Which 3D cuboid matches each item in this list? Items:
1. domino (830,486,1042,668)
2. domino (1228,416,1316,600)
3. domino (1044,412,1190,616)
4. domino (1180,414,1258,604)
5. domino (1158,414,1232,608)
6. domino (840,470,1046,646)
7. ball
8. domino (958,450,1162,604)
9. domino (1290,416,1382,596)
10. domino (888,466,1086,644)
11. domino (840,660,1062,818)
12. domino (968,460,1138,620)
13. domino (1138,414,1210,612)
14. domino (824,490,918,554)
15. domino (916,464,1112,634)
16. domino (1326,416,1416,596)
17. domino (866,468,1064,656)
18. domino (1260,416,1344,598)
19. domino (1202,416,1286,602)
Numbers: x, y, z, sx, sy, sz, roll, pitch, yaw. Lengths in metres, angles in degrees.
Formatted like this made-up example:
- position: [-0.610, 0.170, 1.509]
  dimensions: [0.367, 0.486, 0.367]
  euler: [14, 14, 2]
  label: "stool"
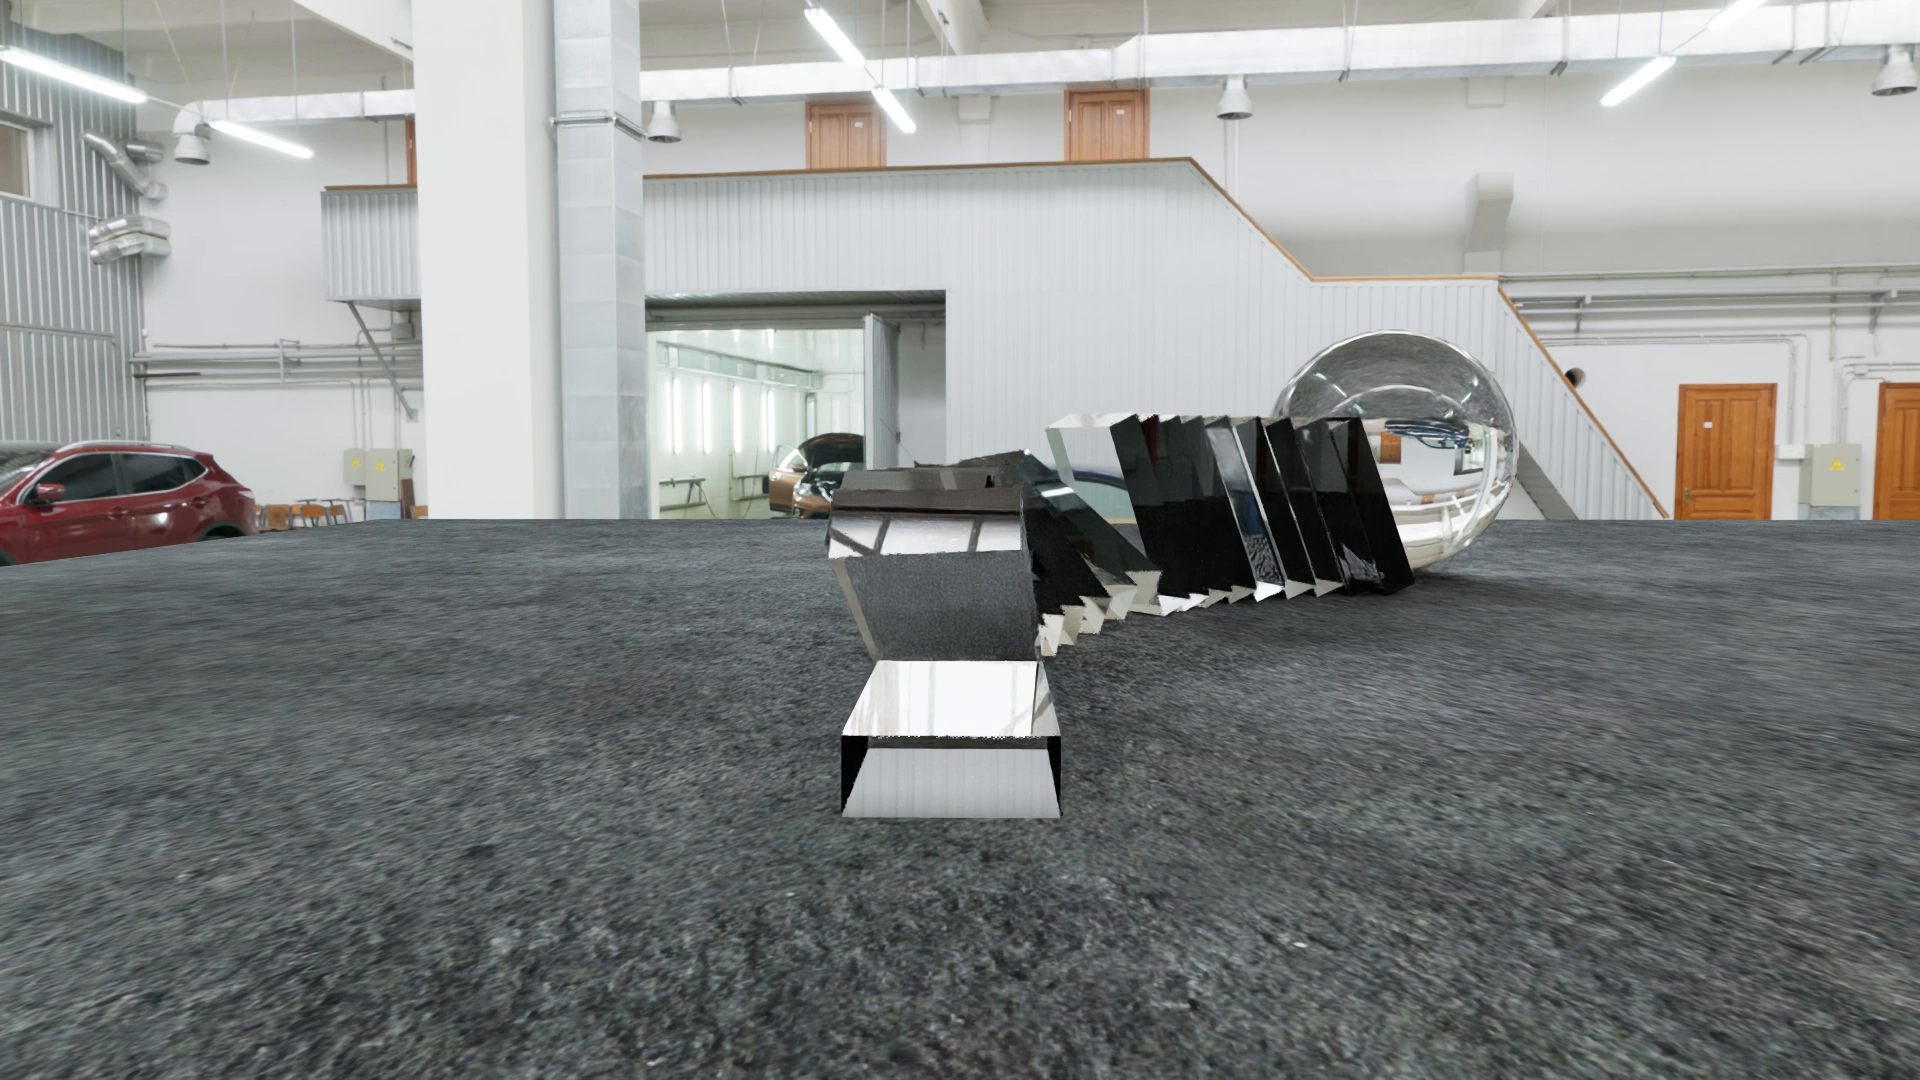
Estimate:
- position: [-0.002, 0.010, 0.190]
  dimensions: [0.025, 0.009, 0.050]
  euler: [-2, -30, 6]
  label: "domino"
- position: [0.082, -0.009, 0.360]
  dimensions: [0.010, 0.050, 0.025]
  euler: [-23, 10, -13]
  label: "domino"
- position: [0.040, -0.007, 0.323]
  dimensions: [0.009, 0.050, 0.025]
  euler: [-28, 18, -29]
  label: "domino"
- position: [0.063, -0.009, 0.349]
  dimensions: [0.010, 0.050, 0.025]
  euler: [-25, 13, -19]
  label: "domino"
- position: [0.054, -0.008, 0.341]
  dimensions: [0.009, 0.050, 0.025]
  euler: [-26, 15, -24]
  label: "domino"
- position: [-0.002, 0.006, 0.228]
  dimensions: [0.025, 0.009, 0.050]
  euler: [1, -33, 18]
  label: "domino"
- position: [0.141, -0.029, 0.425]
  dimensions: [0.080, 0.080, 0.080]
  euler: [0, 4, 0]
  label: "ball"
- position: [0.022, -0.002, 0.307]
  dimensions: [0.050, 0.009, 0.025]
  euler: [39, -25, -29]
  label: "domino"
- position: [0.102, -0.010, 0.366]
  dimensions: [0.010, 0.050, 0.025]
  euler: [-23, 9, -11]
  label: "domino"
- position: [0.005, 0.004, 0.262]
  dimensions: [0.025, 0.009, 0.050]
  euler: [2, -33, 30]
  label: "domino"
- position: [0.000, 0.025, 0.171]
  dimensions: [0.025, 0.010, 0.050]
  euler: [0, 4, 1]
  label: "domino"
- position: [0.016, 0.001, 0.295]
  dimensions: [0.025, 0.009, 0.050]
  euler: [-1, -35, 50]
  label: "domino"
- position: [0.046, -0.007, 0.332]
  dimensions: [0.010, 0.050, 0.025]
  euler: [-27, 17, -28]
  label: "domino"
- position: [-0.003, 0.009, 0.210]
  dimensions: [0.025, 0.009, 0.050]
  euler: [1, -29, 11]
  label: "domino"
- position: [0.011, 0.003, 0.278]
  dimensions: [0.025, 0.009, 0.050]
  euler: [3, -33, 36]
  label: "domino"
- position: [0.112, -0.010, 0.368]
  dimensions: [0.010, 0.050, 0.025]
  euler: [-23, 9, -11]
  label: "domino"
- position: [0.001, 0.005, 0.245]
  dimensions: [0.025, 0.009, 0.050]
  euler: [2, -33, 22]
  label: "domino"
- position: [0.091, -0.010, 0.365]
  dimensions: [0.010, 0.050, 0.025]
  euler: [-23, 10, -13]
  label: "domino"
- position: [0.072, -0.009, 0.356]
  dimensions: [0.010, 0.050, 0.025]
  euler: [-23, 10, -13]
  label: "domino"
